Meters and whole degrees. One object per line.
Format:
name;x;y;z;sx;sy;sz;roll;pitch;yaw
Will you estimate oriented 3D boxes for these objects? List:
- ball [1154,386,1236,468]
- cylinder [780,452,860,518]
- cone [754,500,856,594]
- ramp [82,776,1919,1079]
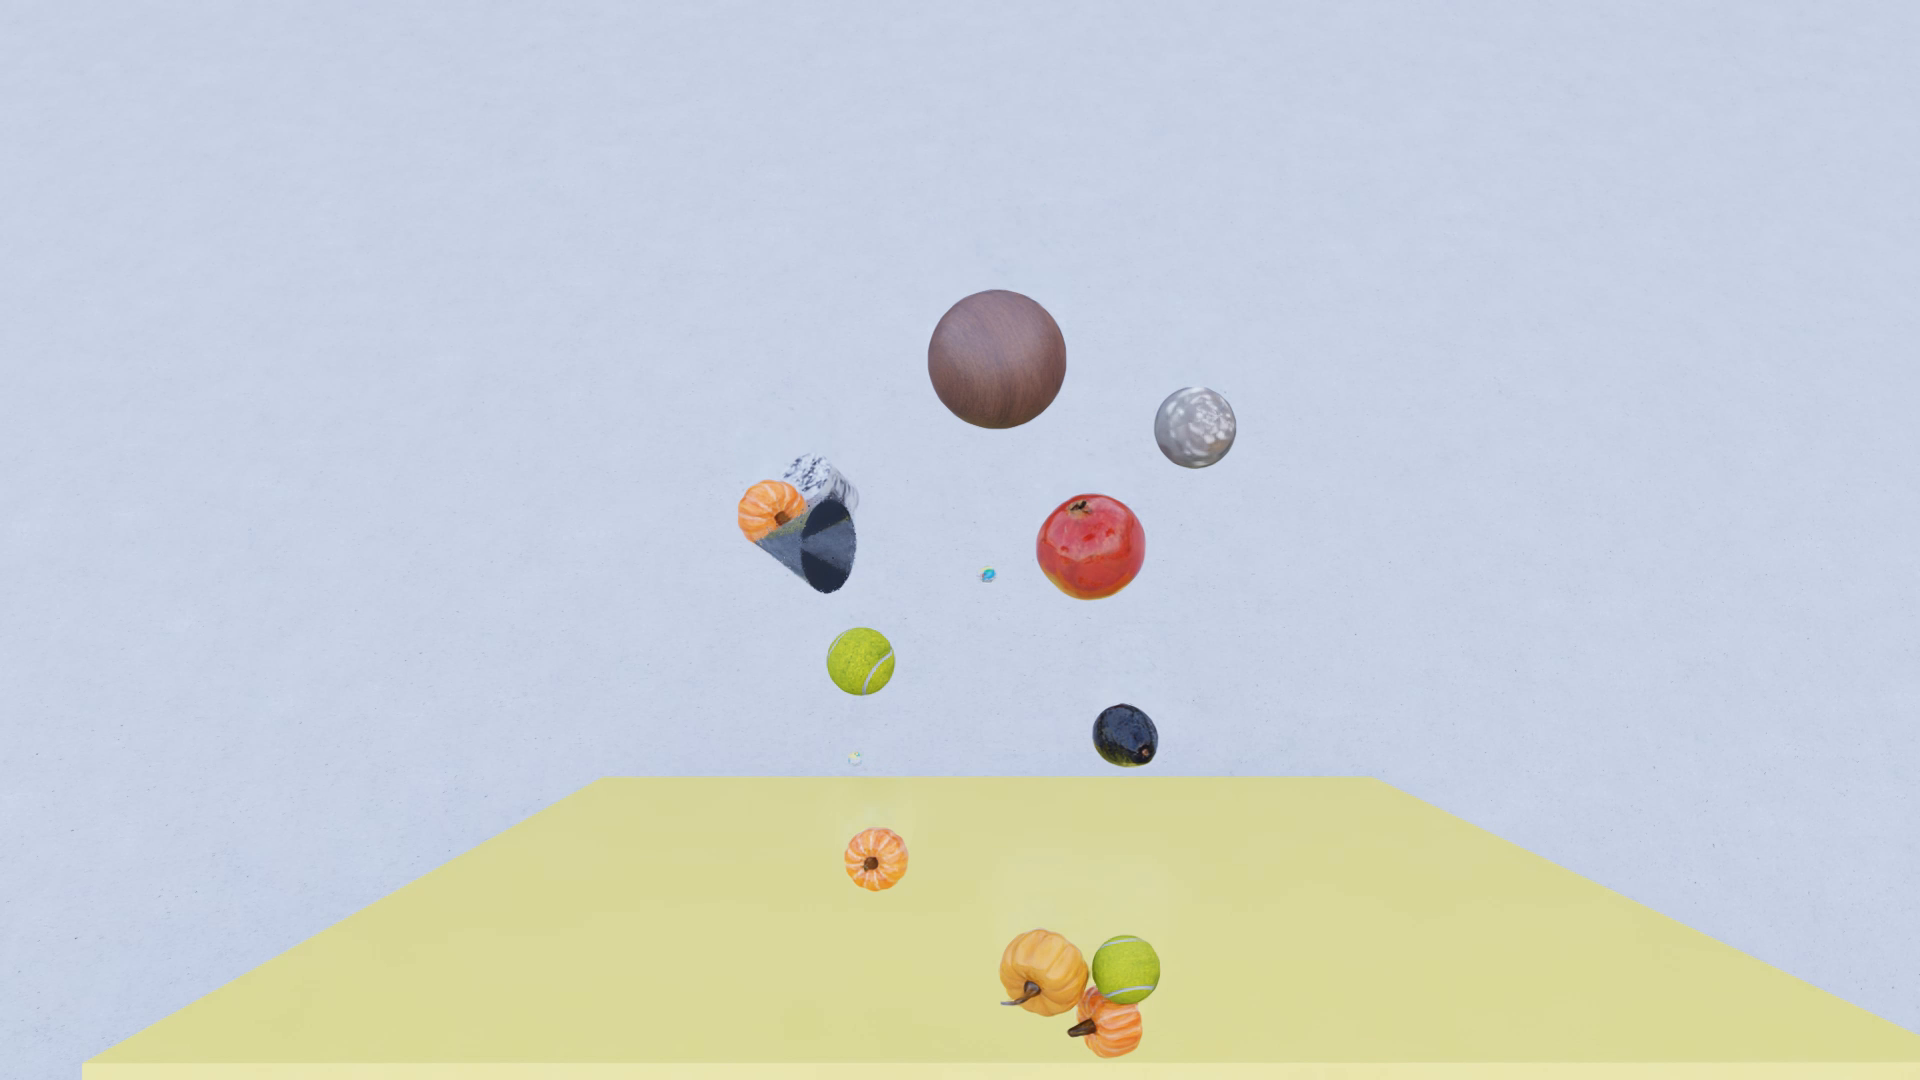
ball;0.237;-0.113;2.609;0.083;0.083;0.083;0;33;0
cylinder;-0.157;-0.054;2.902;0.065;0.065;0.065;-17;53;24
cone;-0.168;0.004;2.571;0.093;0.093;0.093;3;30;33
ramp;0.072;0.634;4.736;2.000;0.100;4.000;0;-1;0
